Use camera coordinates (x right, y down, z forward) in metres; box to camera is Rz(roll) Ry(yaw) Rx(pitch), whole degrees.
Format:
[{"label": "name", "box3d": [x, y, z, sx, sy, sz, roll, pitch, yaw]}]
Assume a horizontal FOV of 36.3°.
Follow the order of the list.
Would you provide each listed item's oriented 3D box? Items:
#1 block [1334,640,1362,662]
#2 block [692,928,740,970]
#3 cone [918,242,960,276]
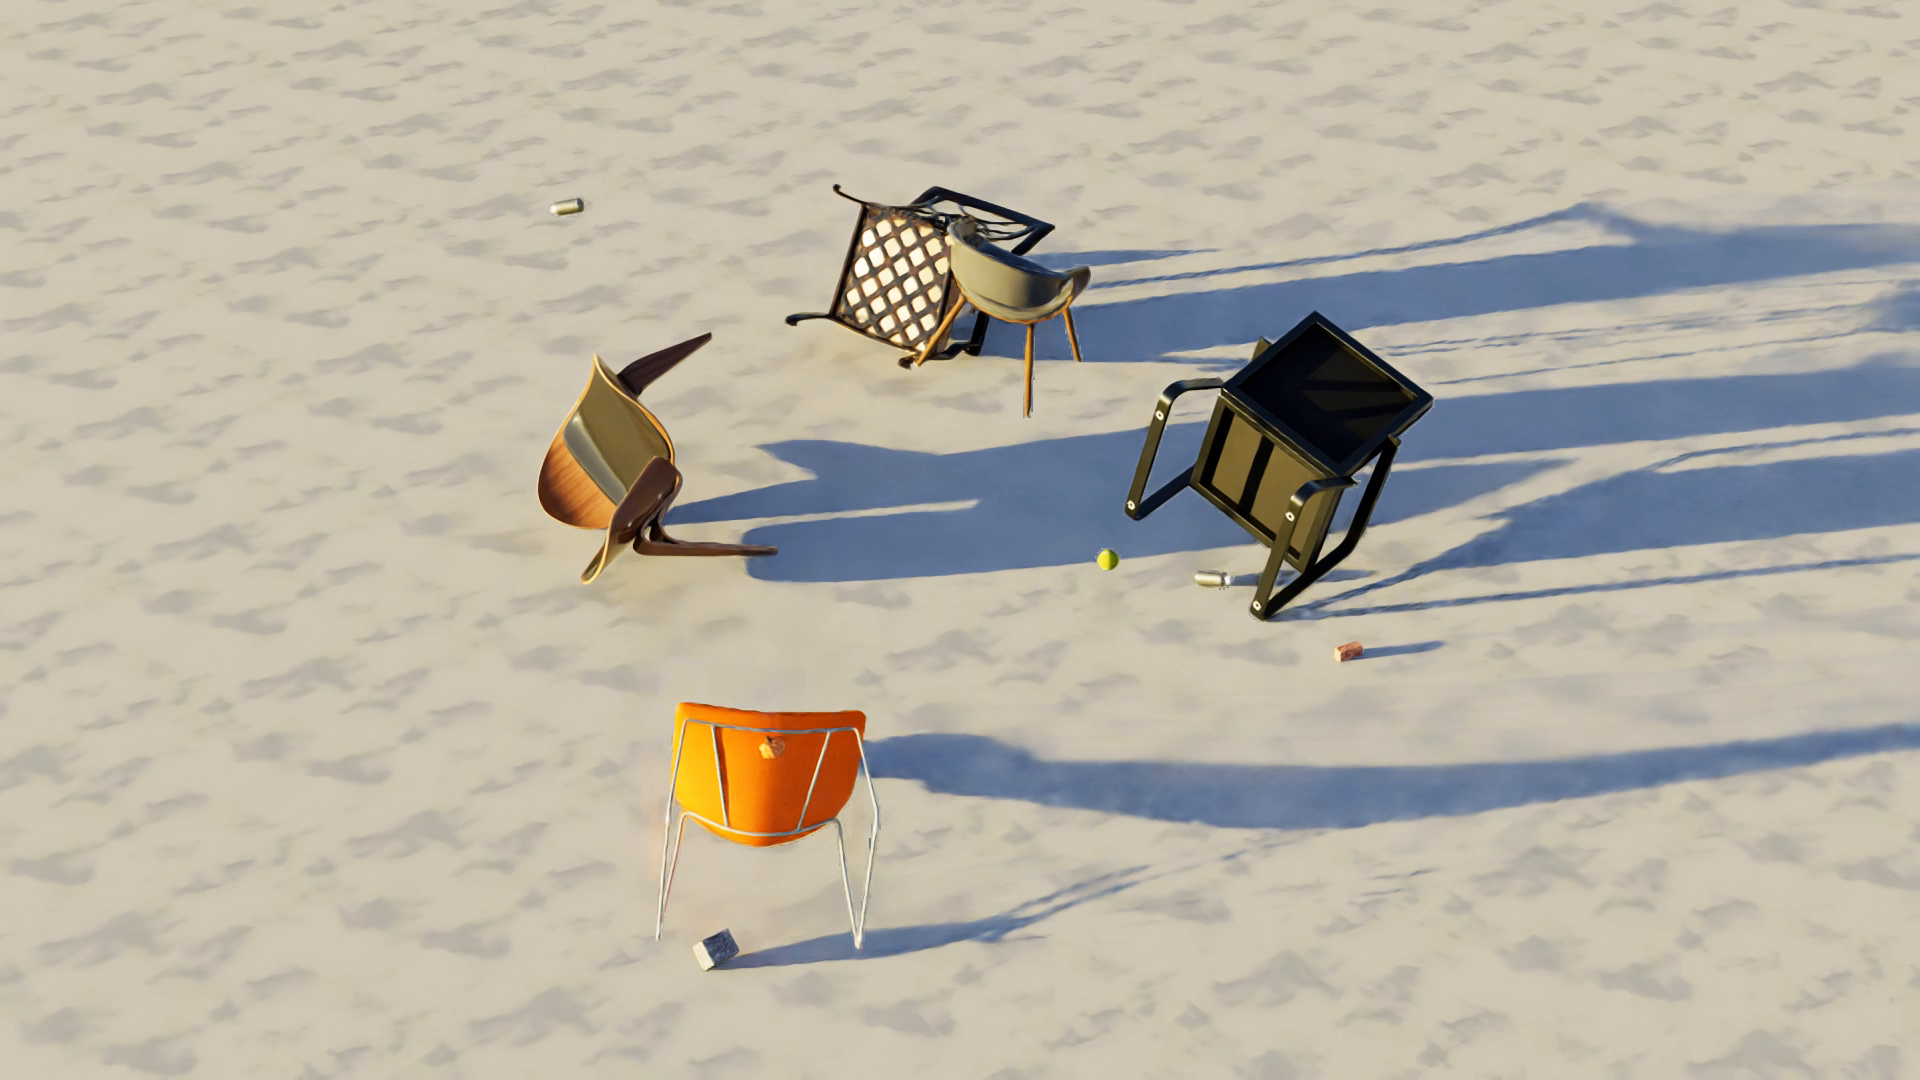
[{"label": "block", "box3d": [1.367, 0.391, 10.313, 0.091, 0.041, 0.034, -16, 37, -23]}, {"label": "block", "box3d": [-0.744, 1.248, 8.941, 0.098, 0.088, 0.080, -24, 80, -31]}, {"label": "cone", "box3d": [-0.131, -1.239, 12.617, 0.215, 0.171, 0.133, 5, 68, 39]}]
